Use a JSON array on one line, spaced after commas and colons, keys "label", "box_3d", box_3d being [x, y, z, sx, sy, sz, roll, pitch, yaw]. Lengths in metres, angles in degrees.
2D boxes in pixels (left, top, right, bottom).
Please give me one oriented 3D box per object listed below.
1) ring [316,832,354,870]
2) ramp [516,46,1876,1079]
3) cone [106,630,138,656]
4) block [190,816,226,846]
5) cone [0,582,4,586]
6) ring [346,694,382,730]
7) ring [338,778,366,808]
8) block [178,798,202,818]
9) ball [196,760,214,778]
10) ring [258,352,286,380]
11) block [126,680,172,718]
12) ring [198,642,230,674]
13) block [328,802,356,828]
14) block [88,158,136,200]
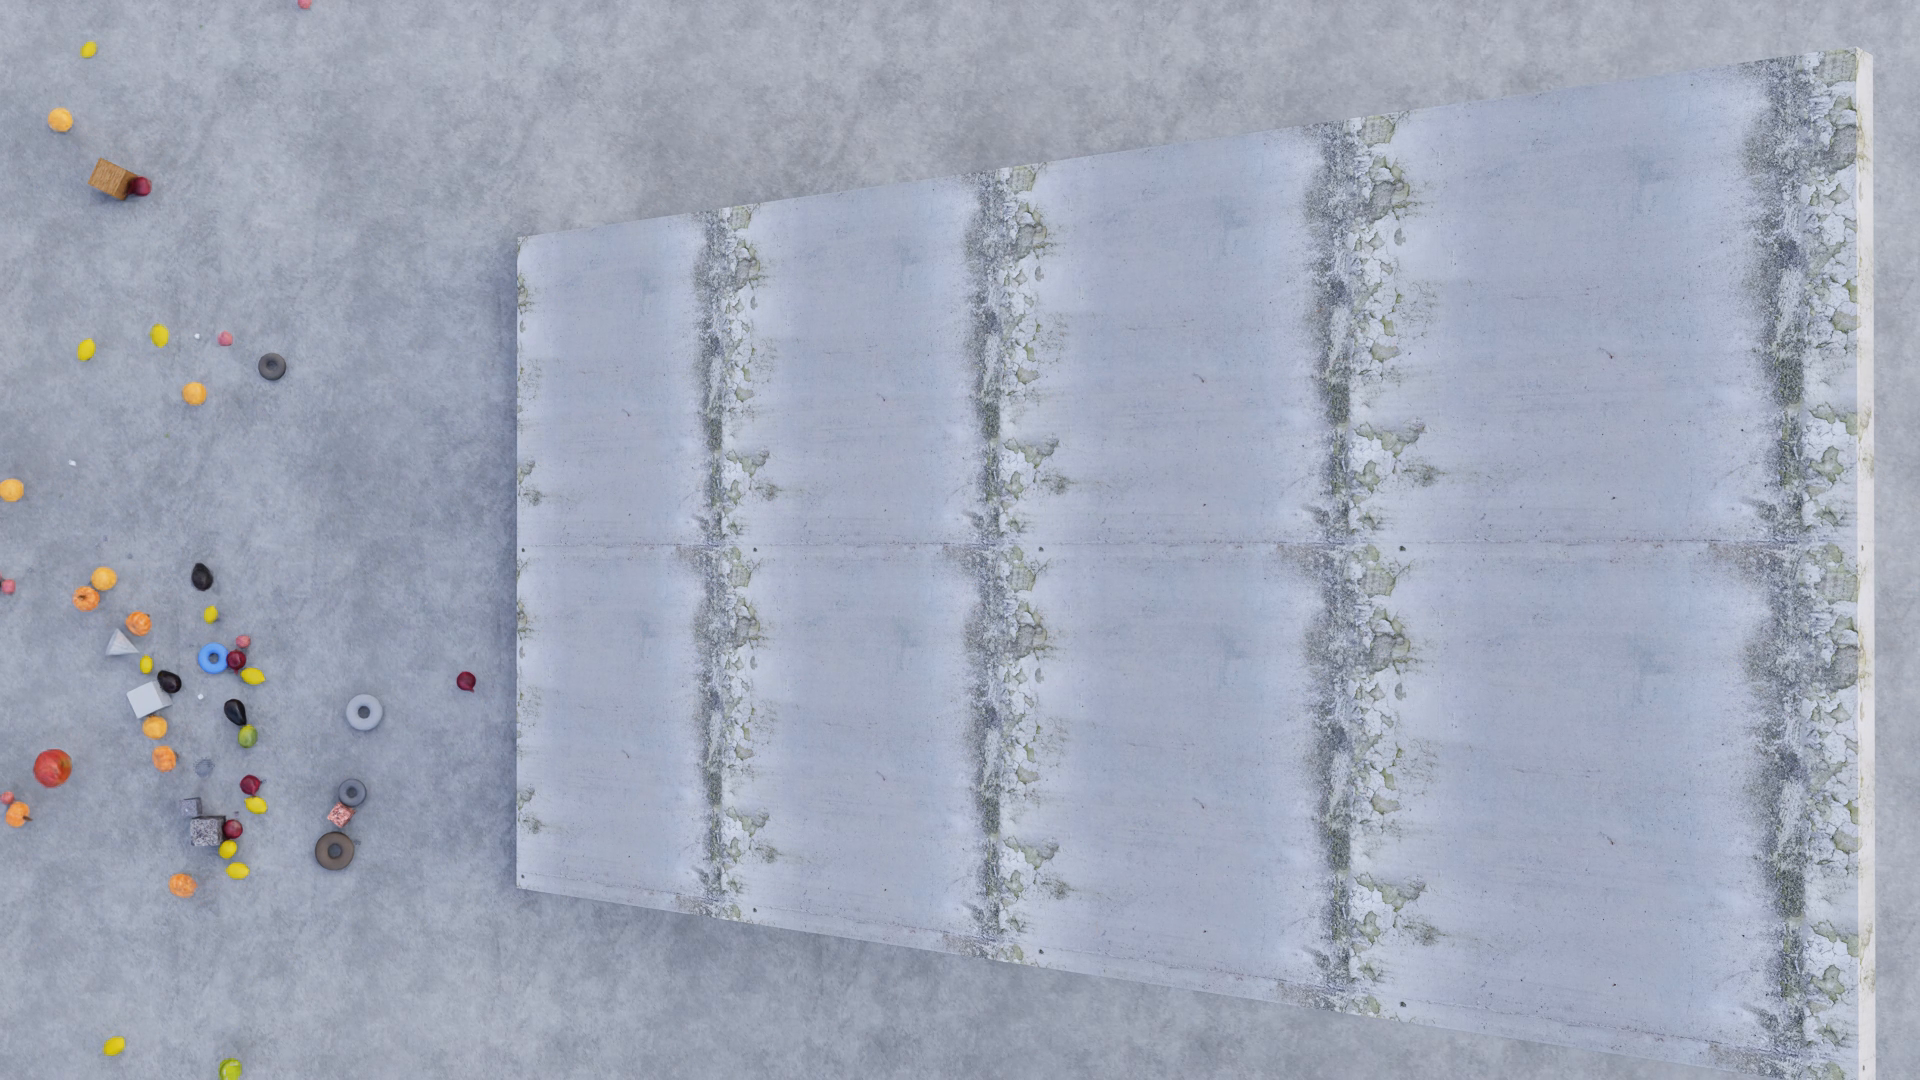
[{"label": "ring", "box_3d": [-1.938, 0.964, 6.814, 0.121, 0.040, 0.121, 0, 88, 0]}, {"label": "ramp", "box_3d": [0.210, 0.061, 5.526, 4.000, 0.100, 2.000, 0, 90, 40]}, {"label": "cone", "box_3d": [-2.586, 0.333, 6.818, 0.090, 0.090, 0.090, 26, 90, -27]}, {"label": "block", "box_3d": [-2.321, 0.898, 6.793, 0.082, 0.082, 0.082, -1, 90, 0]}, {"label": "cone", "box_3d": [-2.999, 0.145, 6.825, 0.060, 0.060, 0.060, -25, 90, -29]}, {"label": "ring", "box_3d": [-1.848, 0.534, 6.818, 0.115, 0.038, 0.115, 0, 89, 1]}, {"label": "ring", "box_3d": [-1.885, 0.784, 6.820, 0.089, 0.030, 0.089, 0, 88, 0]}, {"label": "block", "box_3d": [-2.382, 0.828, 6.809, 0.051, 0.051, 0.051, -7, 90, 0]}, {"label": "ball", "box_3d": [-2.341, 0.708, 6.809, 0.053, 0.053, 0.053, 0, 90, 0]}, {"label": "ring", "box_3d": [-2.136, -0.539, 6.829, 0.087, 0.029, 0.087, 0, 91, 0]}, {"label": "block", "box_3d": [-2.503, 0.491, 6.794, 0.086, 0.086, 0.086, -25, 90, 0]}, {"label": "ring", "box_3d": [-2.315, 0.367, 6.822, 0.097, 0.032, 0.097, 0, 89, -1]}, {"label": "block", "box_3d": [-1.915, 0.850, 6.807, 0.054, 0.054, 0.054, 35, 90, 0]}, {"label": "block", "box_3d": [-2.622, -1.116, 6.802, 0.090, 0.090, 0.090, 26, 90, 0]}]
